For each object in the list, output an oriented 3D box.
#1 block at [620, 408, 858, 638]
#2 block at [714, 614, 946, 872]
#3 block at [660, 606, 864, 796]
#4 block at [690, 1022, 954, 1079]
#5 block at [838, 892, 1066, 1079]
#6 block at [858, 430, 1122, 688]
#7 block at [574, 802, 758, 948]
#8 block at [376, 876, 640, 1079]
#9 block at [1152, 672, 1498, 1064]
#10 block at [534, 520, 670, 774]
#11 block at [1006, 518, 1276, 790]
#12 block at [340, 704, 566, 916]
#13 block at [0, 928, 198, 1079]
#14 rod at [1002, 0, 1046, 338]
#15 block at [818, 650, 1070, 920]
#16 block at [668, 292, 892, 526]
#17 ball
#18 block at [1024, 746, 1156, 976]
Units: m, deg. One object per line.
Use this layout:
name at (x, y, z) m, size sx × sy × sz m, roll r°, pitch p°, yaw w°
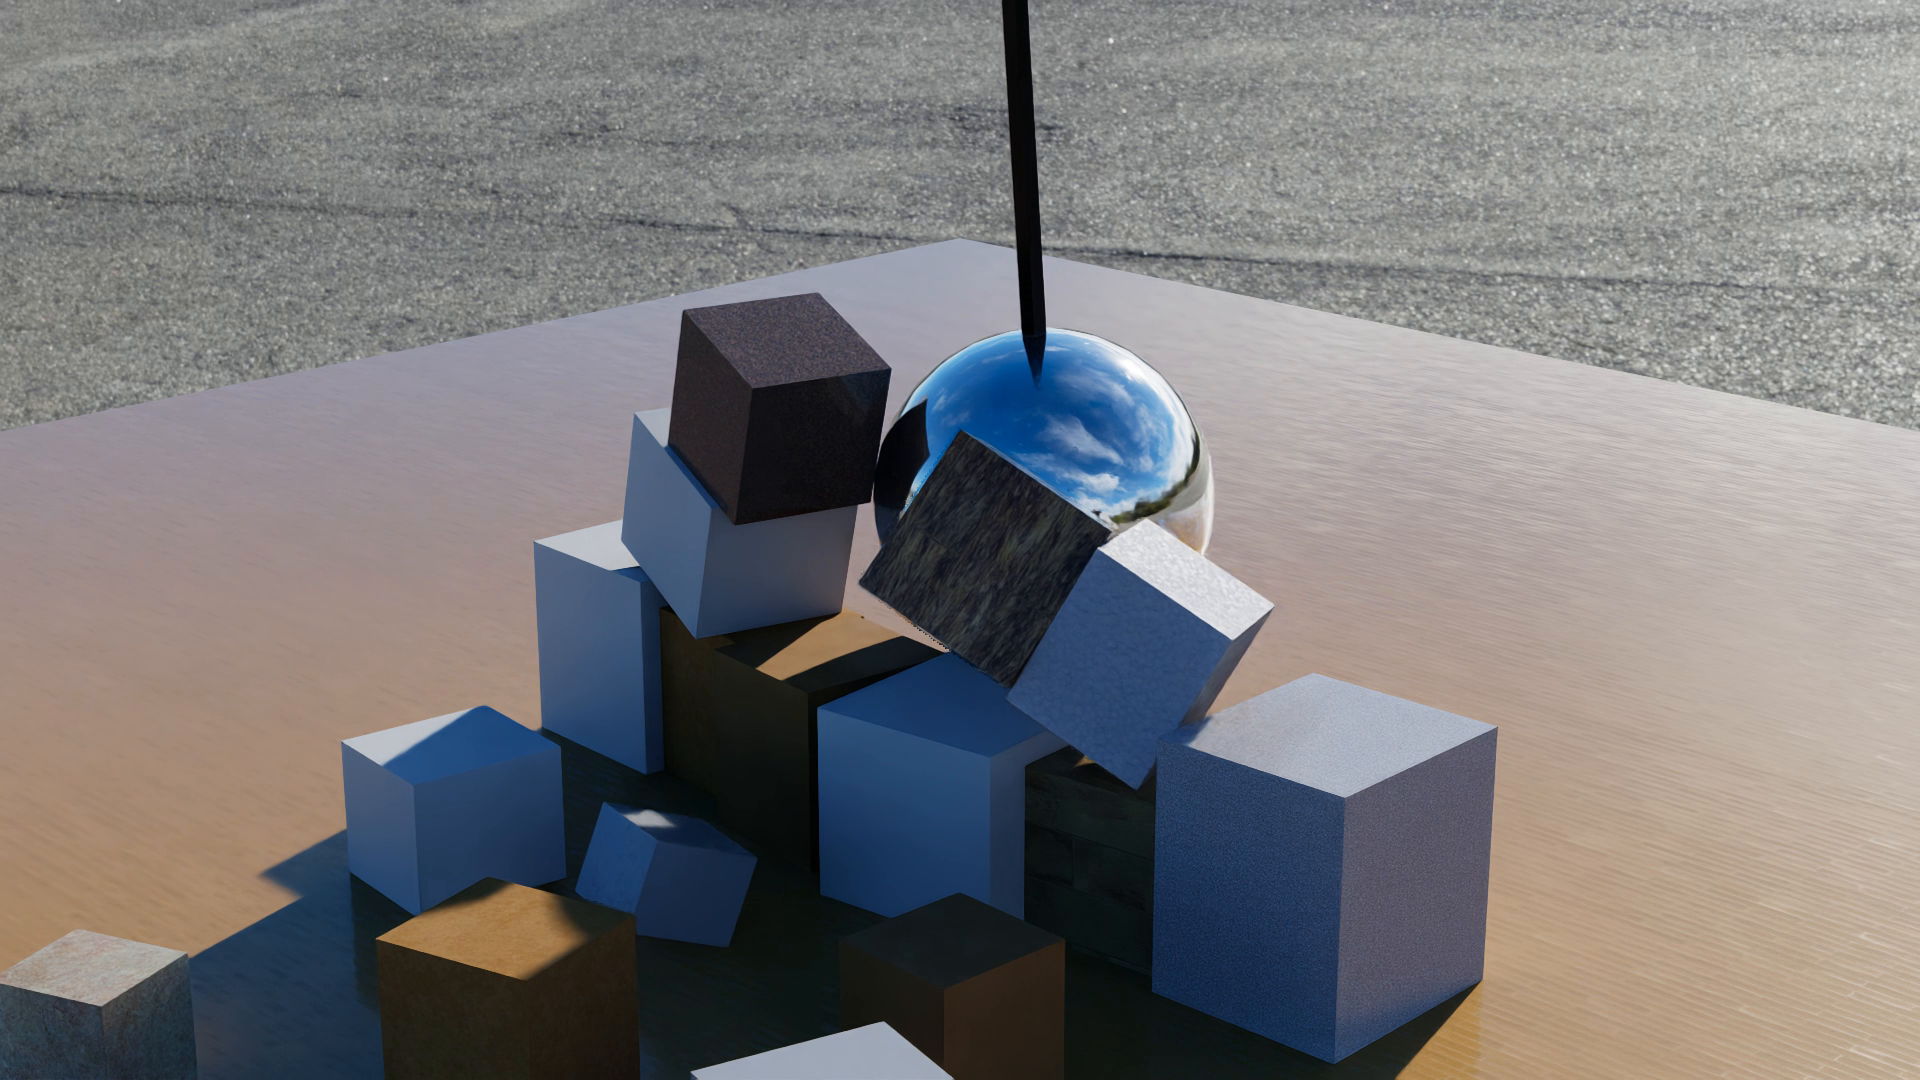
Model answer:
block at (-1.080, -0.132, 14.290) m, size 0.788 × 0.743 × 0.890 m, roll -10°, pitch 37°, yaw -29°
block at (-0.605, 0.945, 13.867) m, size 0.817 × 0.882 × 0.755 m, roll -14°, pitch 22°, yaw -37°
block at (-0.974, 0.760, 14.501) m, size 0.709 × 0.855 × 0.734 m, roll -14°, pitch 22°, yaw -37°
block at (-0.385, 2.235, 9.854) m, size 0.743 × 0.827 × 0.805 m, roll -10°, pitch 20°, yaw -29°
block at (-0.031, 1.848, 11.358) m, size 0.634 × 0.664 × 0.596 m, roll -16°, pitch 23°, yaw -41°
block at (0.166, 0.094, 12.554) m, size 0.774 × 0.779 × 0.679 m, roll 34°, pitch 4°, yaw 11°
block at (-1.280, 1.454, 12.752) m, size 0.516 × 0.417 × 0.514 m, roll 15°, pitch 6°, yaw -36°
block at (-1.717, 1.834, 11.213) m, size 0.712 × 0.777 × 0.661 m, roll 10°, pitch 20°, yaw 29°
block at (1.511, 1.333, 12.195) m, size 0.944 × 1.145 × 1.054 m, roll 16°, pitch 23°, yaw 41°
block at (-1.511, 0.490, 15.098) m, size 0.970 × 1.012 × 0.907 m, roll -15°, pitch 23°, yaw -40°
block at (0.770, 0.474, 12.422) m, size 0.672 × 0.782 × 0.711 m, roll 35°, pitch 20°, yaw 11°
block at (-2.305, 1.228, 13.362) m, size 0.746 × 0.644 × 0.676 m, roll -13°, pitch 22°, yaw -36°
block at (-3.359, 1.903, 11.387) m, size 0.540 × 0.542 × 0.508 m, roll 8°, pitch 19°, yaw 23°
rod at (0.170, -3.357, 12.464) m, size 0.080 × 5.200 × 0.080 m, roll 17°, pitch 29°, yaw 42°
block at (0.045, 1.147, 13.193) m, size 0.965 × 0.901 × 0.963 m, roll 13°, pitch 22°, yaw 36°
block at (-0.856, -0.623, 13.735) m, size 0.714 × 0.734 × 0.741 m, roll -10°, pitch 37°, yaw -29°
ball at (0.391, -0.194, 13.691) m, size 1.600 × 1.600 × 1.600 m, roll 0°, pitch 17°, yaw 0°
block at (0.824, 1.333, 12.792) m, size 0.783 × 0.786 × 0.759 m, roll 14°, pitch 22°, yaw 37°
